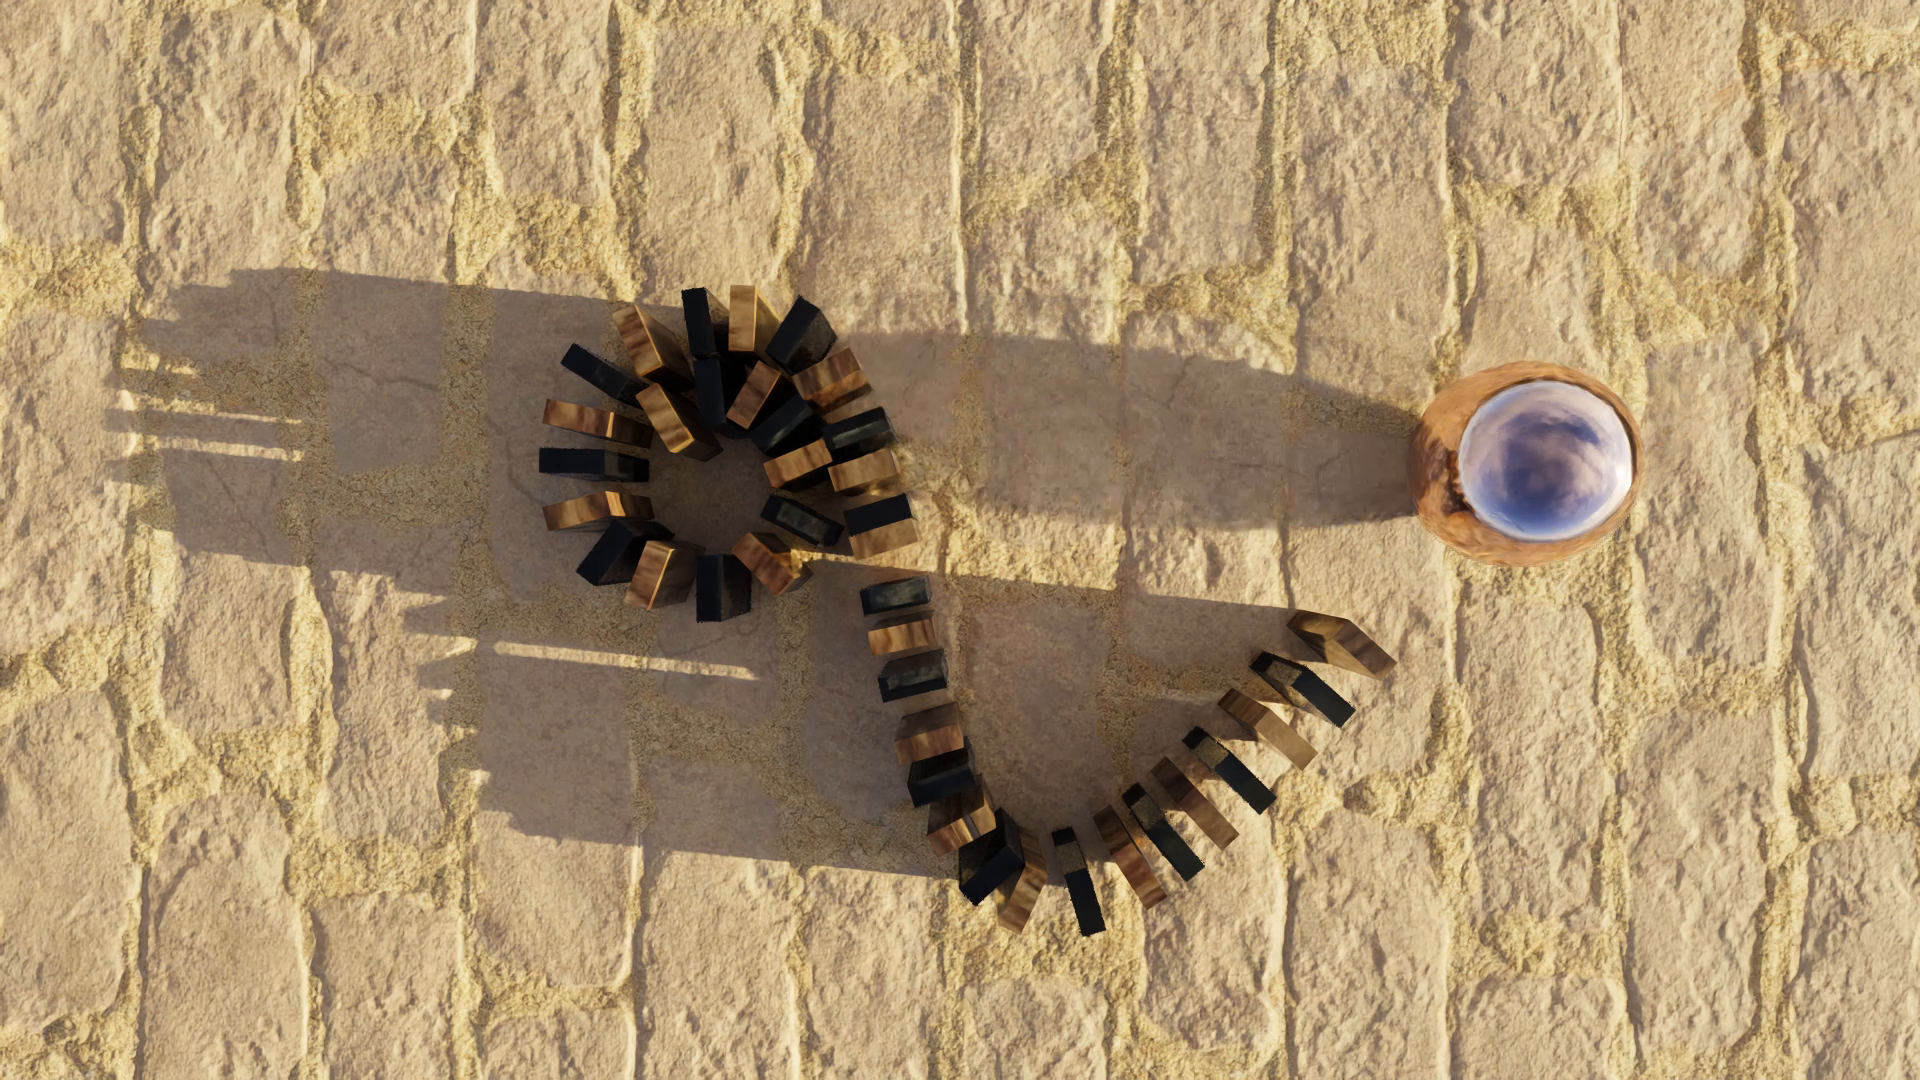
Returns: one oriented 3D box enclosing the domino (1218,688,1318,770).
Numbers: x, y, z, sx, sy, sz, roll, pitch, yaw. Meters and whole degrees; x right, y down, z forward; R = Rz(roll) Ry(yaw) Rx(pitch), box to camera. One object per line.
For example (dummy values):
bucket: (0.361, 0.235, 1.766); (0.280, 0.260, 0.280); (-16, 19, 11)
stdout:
domino: (0.125, 0.076, 0.375); (0.025, 0.050, 0.010); (42, 90, 0)

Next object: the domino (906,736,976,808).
domino: (-0.007, 0.094, 0.375); (0.025, 0.050, 0.009); (-19, 90, 0)

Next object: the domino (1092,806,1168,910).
domino: (0.069, 0.129, 0.375); (0.009, 0.050, 0.025); (-33, 90, 0)

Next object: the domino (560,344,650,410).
domino: (-0.140, -0.065, 0.375); (0.025, 0.050, 0.010); (33, 90, 0)

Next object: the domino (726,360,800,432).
domino: (-0.079, -0.056, 0.375); (0.010, 0.050, 0.025); (31, 90, 0)

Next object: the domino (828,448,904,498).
domino: (-0.037, -0.027, 0.375); (0.025, 0.050, 0.010); (-17, 90, 0)

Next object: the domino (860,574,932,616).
domino: (-0.025, 0.022, 0.375); (0.025, 0.050, 0.009); (-11, 90, 0)

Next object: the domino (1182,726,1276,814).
domino: (0.109, 0.093, 0.375); (0.025, 0.050, 0.009); (45, 90, 0)

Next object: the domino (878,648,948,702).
domino: (-0.018, 0.055, 0.375); (0.025, 0.050, 0.009); (-14, 90, 0)

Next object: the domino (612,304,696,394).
domino: (-0.124, -0.077, 0.375); (0.010, 0.050, 0.025); (-24, 90, 0)

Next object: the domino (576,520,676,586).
domino: (-0.136, 0.005, 0.375); (0.010, 0.050, 0.025); (37, 90, 0)

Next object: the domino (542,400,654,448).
domino: (-0.146, -0.047, 0.375); (0.025, 0.050, 0.010); (12, 90, 0)

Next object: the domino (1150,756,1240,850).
domino: (0.095, 0.107, 0.375); (0.009, 0.050, 0.025); (-43, 90, 0)

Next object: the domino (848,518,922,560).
domino: (-0.029, 0.000, 0.375); (0.025, 0.050, 0.010); (-17, 90, 0)

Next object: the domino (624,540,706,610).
domino: (-0.120, 0.014, 0.375); (0.010, 0.050, 0.025); (21, 90, 0)

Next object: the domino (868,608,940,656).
domino: (-0.022, 0.037, 0.375); (0.025, 0.050, 0.009); (-12, 90, 0)

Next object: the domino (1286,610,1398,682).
domino: (0.155, 0.042, 0.375); (0.025, 0.050, 0.010); (42, 90, 0)

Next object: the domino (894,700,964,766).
domino: (-0.012, 0.078, 0.375); (0.025, 0.050, 0.009); (-16, 90, 0)

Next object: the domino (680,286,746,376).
domino: (-0.100, -0.084, 0.375); (0.010, 0.050, 0.025); (-9, 90, 0)

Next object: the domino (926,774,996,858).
domino: (0.001, 0.112, 0.375); (0.025, 0.050, 0.009); (-28, 90, 0)

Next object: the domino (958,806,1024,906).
domino: (0.012, 0.128, 0.375); (0.025, 0.050, 0.010); (-42, 90, 0)

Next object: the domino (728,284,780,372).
domino: (-0.083, -0.085, 0.375); (0.009, 0.050, 0.025); (2, 90, 0)

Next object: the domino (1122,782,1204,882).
domino: (0.082, 0.118, 0.375); (0.009, 0.050, 0.025); (-40, 90, 0)

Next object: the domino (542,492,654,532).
domino: (-0.146, -0.011, 0.375); (0.025, 0.050, 0.010); (-14, 90, 0)

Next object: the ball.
ball: (0.219, -0.030, 0.360); (0.080, 0.080, 0.080); (0, 90, 0)

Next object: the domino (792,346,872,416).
domino: (-0.051, -0.064, 0.375); (0.025, 0.050, 0.010); (-27, 90, 0)

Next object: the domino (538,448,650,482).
domino: (-0.148, -0.030, 0.375); (0.025, 0.050, 0.010); (1, 90, 0)

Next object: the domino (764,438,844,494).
domino: (-0.062, -0.030, 0.375); (0.025, 0.050, 0.009); (-23, 90, 0)

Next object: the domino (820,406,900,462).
domino: (-0.040, -0.043, 0.375); (0.025, 0.050, 0.009); (-20, 90, 0)

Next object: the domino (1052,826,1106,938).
domino: (0.048, 0.138, 0.375); (0.009, 0.050, 0.025); (-17, 90, 0)

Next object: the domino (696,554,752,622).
domino: (-0.096, 0.019, 0.375); (0.010, 0.050, 0.025); (1, 90, 0)

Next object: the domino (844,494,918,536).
domino: (-0.031, -0.010, 0.375); (0.025, 0.050, 0.009); (-17, 90, 0)

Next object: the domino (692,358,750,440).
domino: (-0.096, -0.057, 0.375); (0.010, 0.050, 0.025); (-8, 90, 0)

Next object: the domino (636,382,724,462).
domino: (-0.114, -0.047, 0.375); (0.010, 0.050, 0.025); (-32, 90, 0)

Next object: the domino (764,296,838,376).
domino: (-0.064, -0.080, 0.375); (0.010, 0.050, 0.025); (32, 90, 0)

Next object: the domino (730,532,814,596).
domino: (-0.076, 0.009, 0.375); (0.010, 0.050, 0.025); (-45, 90, 0)

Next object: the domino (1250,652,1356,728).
domino: (0.139, 0.060, 0.375); (0.025, 0.050, 0.010); (41, 90, 0)

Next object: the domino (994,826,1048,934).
domino: (0.024, 0.138, 0.375); (0.010, 0.050, 0.025); (25, 90, 0)

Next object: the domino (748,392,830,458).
domino: (-0.069, -0.045, 0.375); (0.025, 0.050, 0.009); (-40, 90, 0)

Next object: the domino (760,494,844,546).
domino: (-0.063, -0.007, 0.375); (0.025, 0.050, 0.010); (28, 90, 0)
